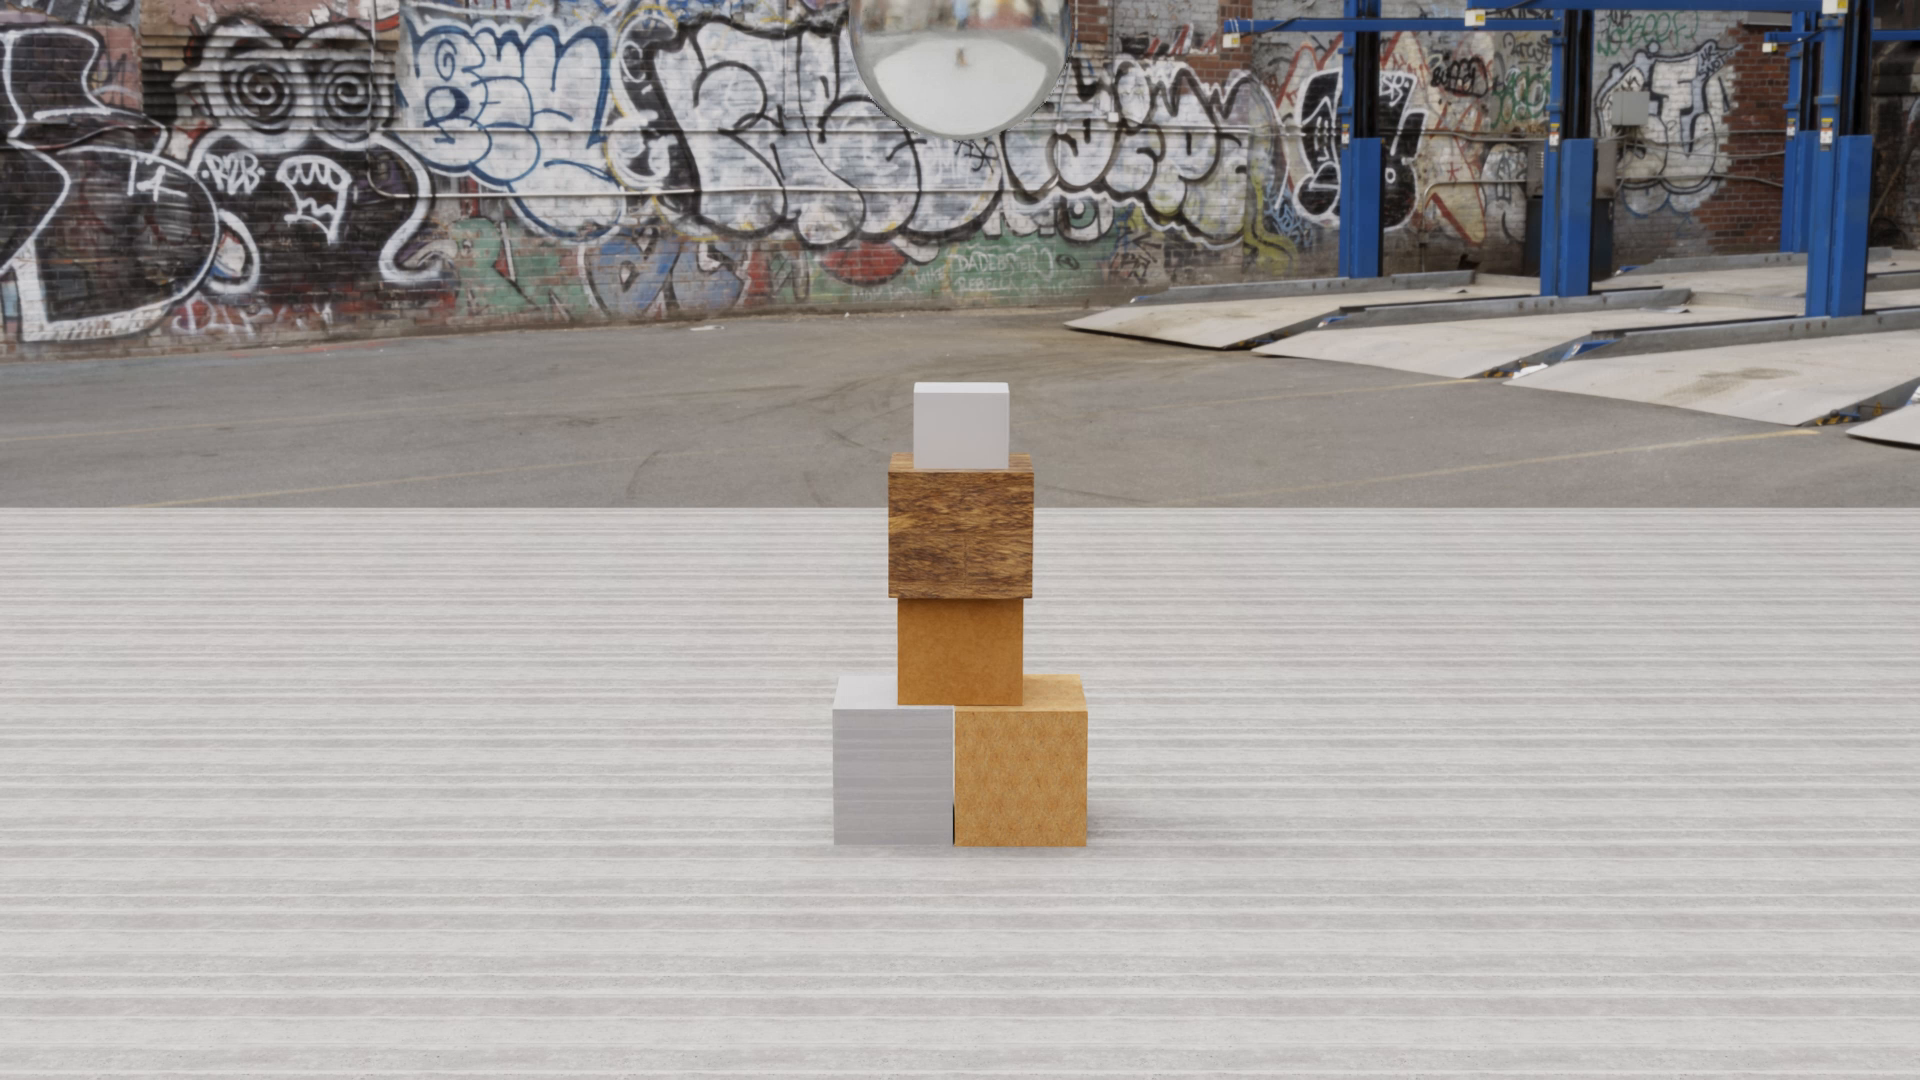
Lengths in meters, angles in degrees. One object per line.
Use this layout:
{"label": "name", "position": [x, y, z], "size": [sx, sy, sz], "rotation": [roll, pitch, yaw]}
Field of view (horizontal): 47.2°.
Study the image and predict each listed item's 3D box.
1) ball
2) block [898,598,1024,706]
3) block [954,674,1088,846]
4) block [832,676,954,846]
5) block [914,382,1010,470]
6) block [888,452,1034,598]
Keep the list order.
{"label": "ball", "position": [0.000, -3.674, 15.752], "size": [1.600, 1.600, 1.600], "rotation": [0, 10, 0]}
{"label": "block", "position": [0.001, 0.500, 11.289], "size": [0.628, 0.563, 0.600], "rotation": [0, 10, 0]}
{"label": "block", "position": [0.305, 1.129, 11.393], "size": [0.663, 0.703, 0.779], "rotation": [0, 10, 0]}
{"label": "block", "position": [-0.336, 1.130, 11.373], "size": [0.601, 0.707, 0.688], "rotation": [0, 10, 0]}
{"label": "block", "position": [0.006, -0.579, 11.070], "size": [0.470, 0.379, 0.455], "rotation": [0, 10, 0]}
{"label": "block", "position": [0.004, -0.082, 11.156], "size": [0.713, 0.631, 0.680], "rotation": [0, 10, 0]}
